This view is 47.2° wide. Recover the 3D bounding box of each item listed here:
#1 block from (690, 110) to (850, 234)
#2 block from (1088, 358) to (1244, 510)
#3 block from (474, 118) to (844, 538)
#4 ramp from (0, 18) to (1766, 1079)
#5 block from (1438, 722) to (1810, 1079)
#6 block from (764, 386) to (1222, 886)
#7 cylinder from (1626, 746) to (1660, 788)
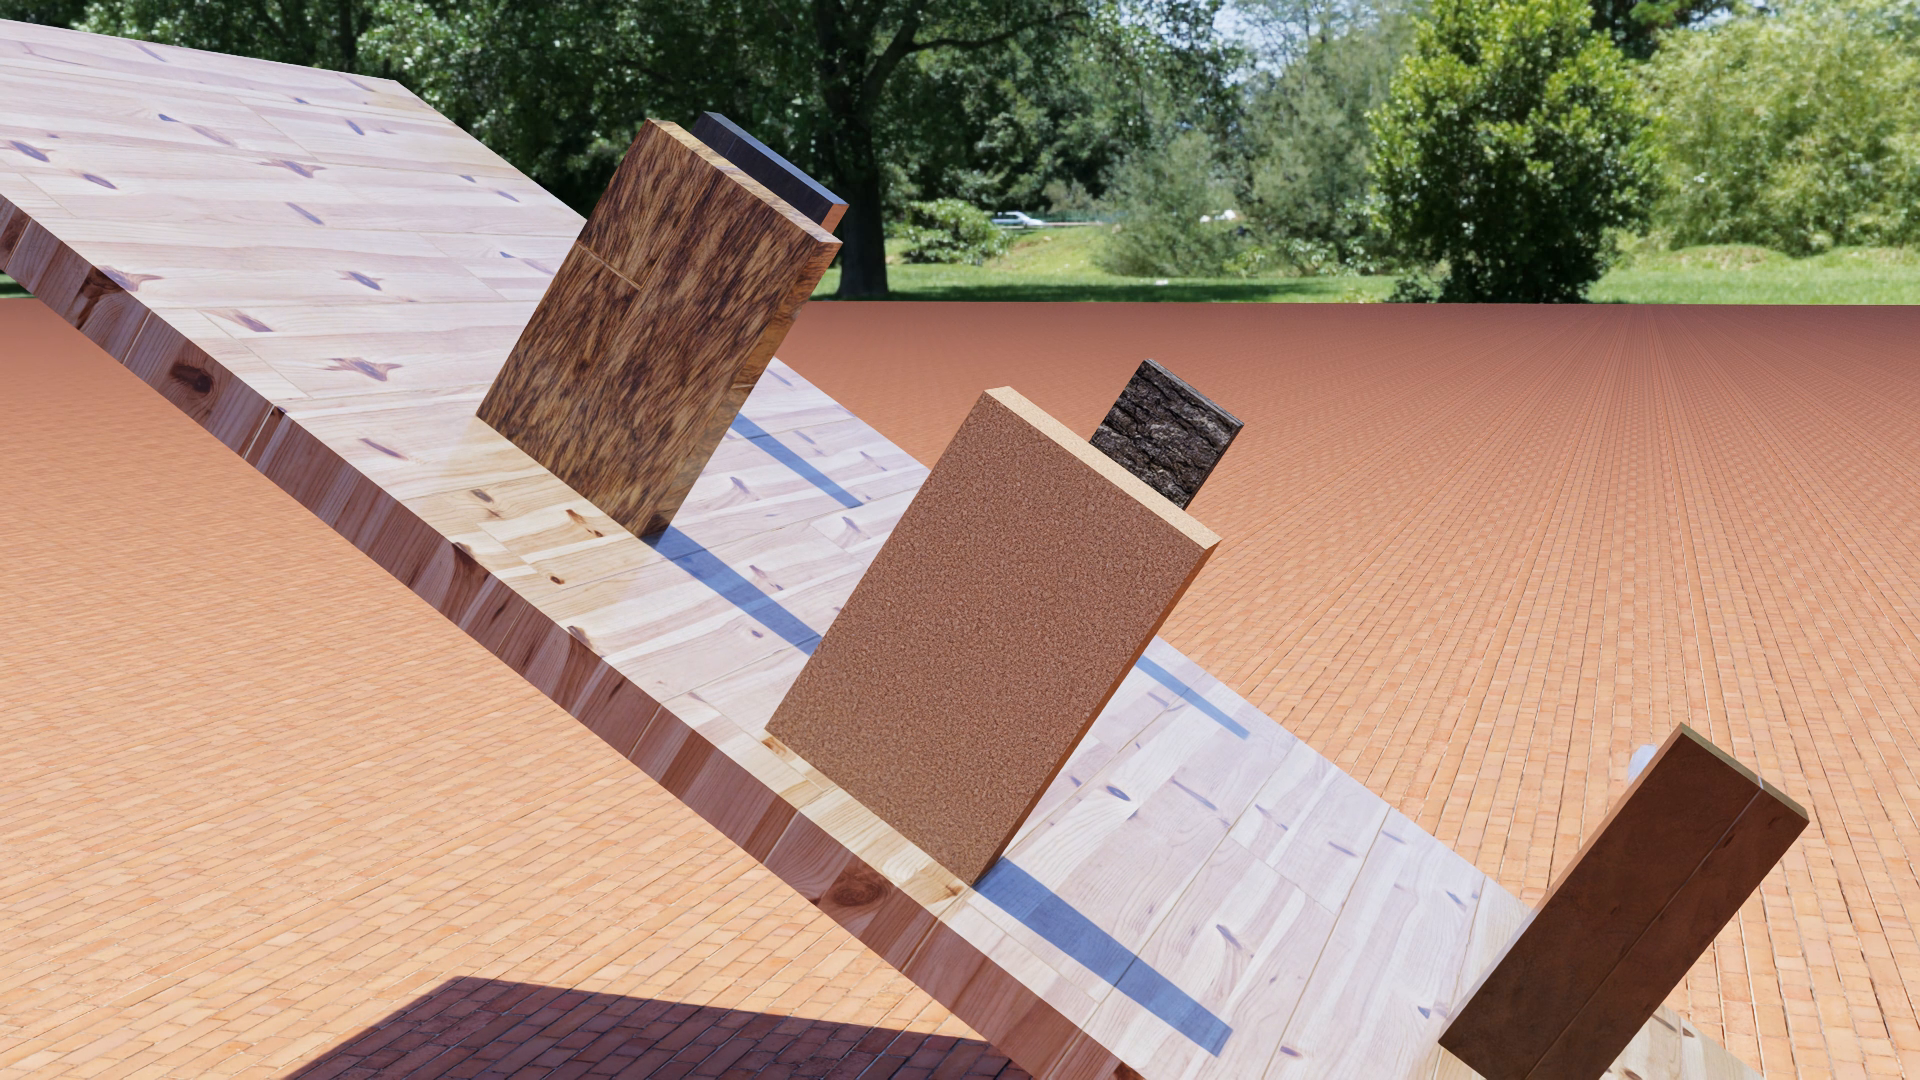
[{"bbox_3d":[-0.503,-0.567,4.494,0.336,0.502,0.092,36,15,10],"label":"block"},{"bbox_3d":[0.344,-0.089,4.661,0.241,0.547,0.084,36,15,10],"label":"block"},{"bbox_3d":[-0.505,-0.349,3.656,0.360,0.586,0.106,36,15,10],"label":"block"},{"bbox_3d":[-0.114,0.195,4.093,4.000,0.100,2.000,36,15,10],"label":"ramp"},{"bbox_3d":[1.103,0.650,3.685,0.242,0.676,0.092,36,15,10],"label":"block"},{"bbox_3d":[0.043,0.140,3.219,0.386,0.612,0.129,36,15,10],"label":"block"},{"bbox_3d":[2.461,0.830,7.626,0.207,0.207,0.207,-6,9,-42],"label":"cylinder"}]
